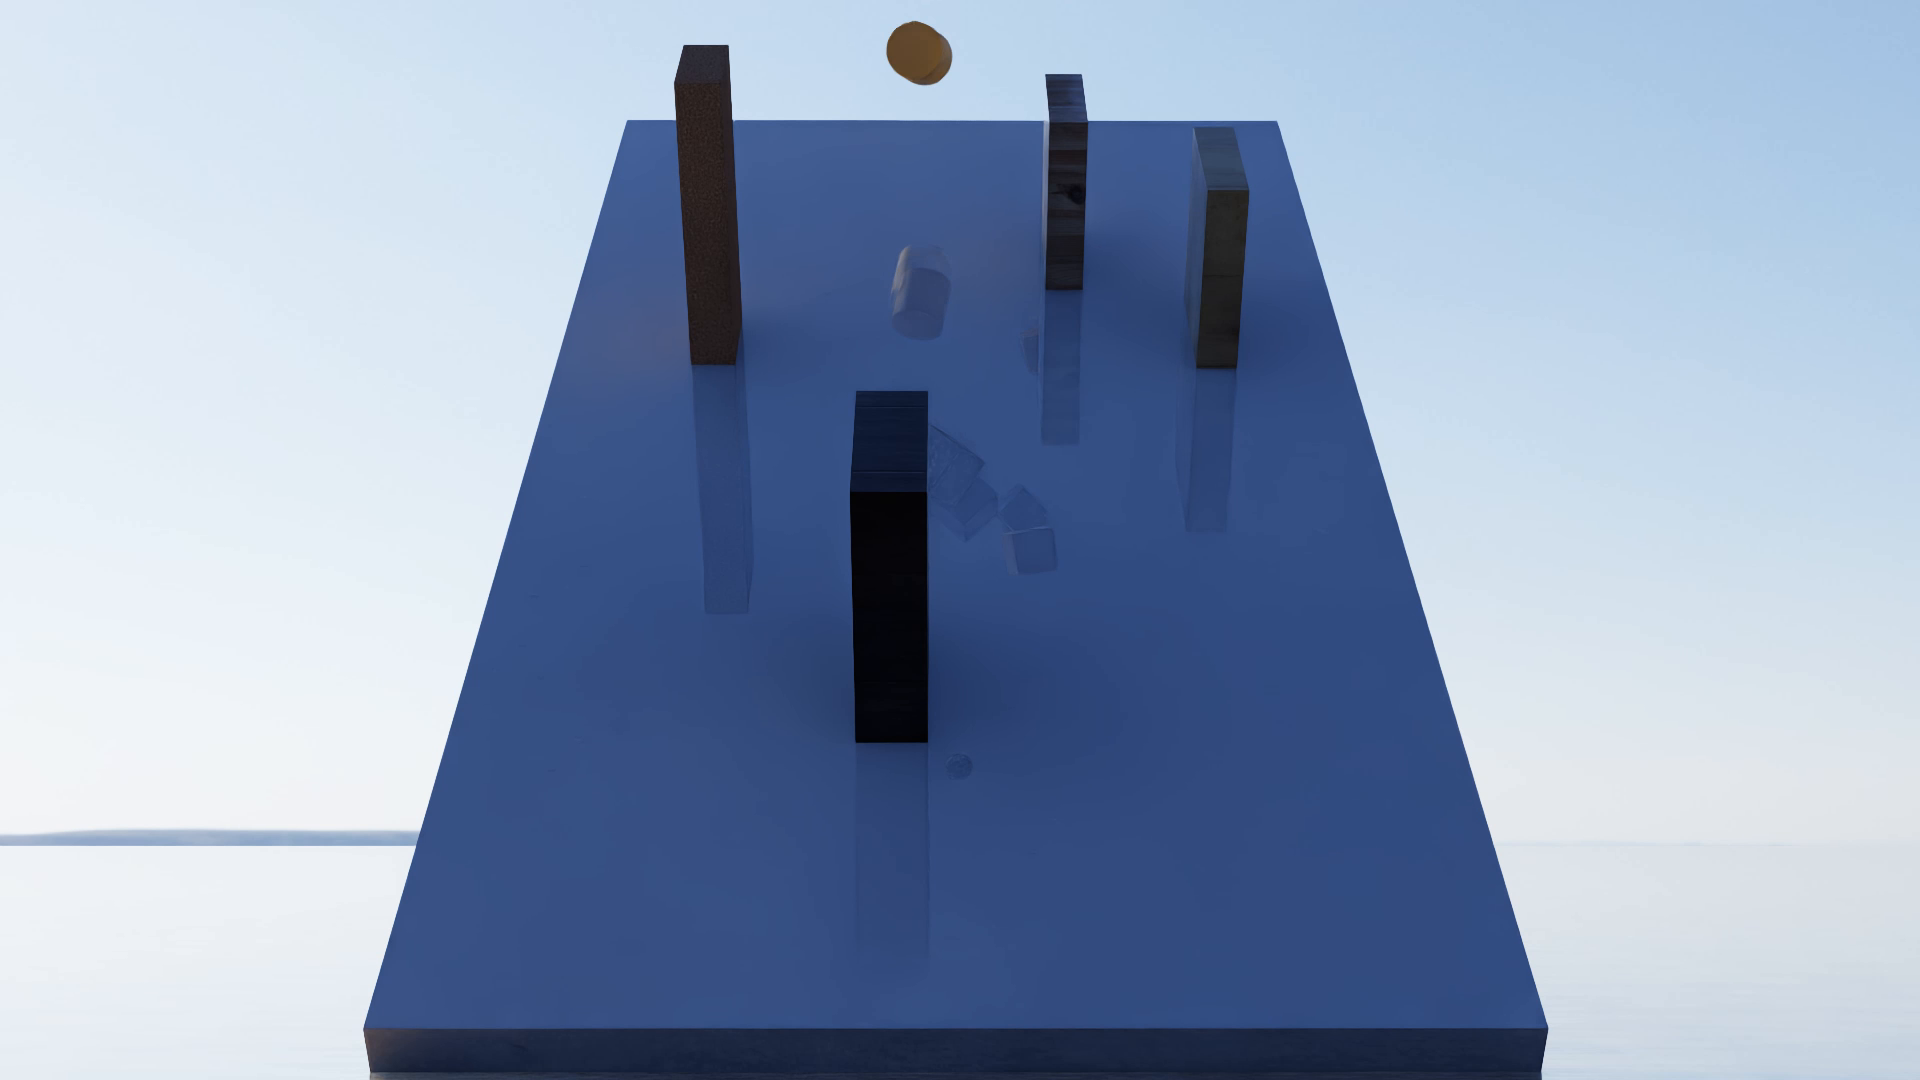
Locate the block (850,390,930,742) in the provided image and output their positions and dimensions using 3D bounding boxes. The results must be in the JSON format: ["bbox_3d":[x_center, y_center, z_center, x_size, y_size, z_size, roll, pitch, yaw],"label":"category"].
[{"bbox_3d":[-0.134,0.052,4.817,0.142,0.574,0.389,0,32,0],"label":"block"}]

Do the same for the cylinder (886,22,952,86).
[{"bbox_3d":[-0.116,-1.392,6.997,0.161,0.161,0.161,-1,3,10],"label":"cylinder"}]

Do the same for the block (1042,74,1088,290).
[{"bbox_3d":[0.277,-0.959,6.537,0.099,0.475,0.339,0,32,0],"label":"block"}]

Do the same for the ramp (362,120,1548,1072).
[{"bbox_3d":[-0.015,-0.191,5.846,2.000,0.100,4.000,0,32,0],"label":"ramp"}]

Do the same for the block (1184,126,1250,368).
[{"bbox_3d":[0.645,-0.741,6.180,0.101,0.485,0.395,0,32,0],"label":"block"}]

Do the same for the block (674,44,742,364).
[{"bbox_3d":[-0.620,-0.825,6.059,0.111,0.747,0.254,0,32,0],"label":"block"}]
